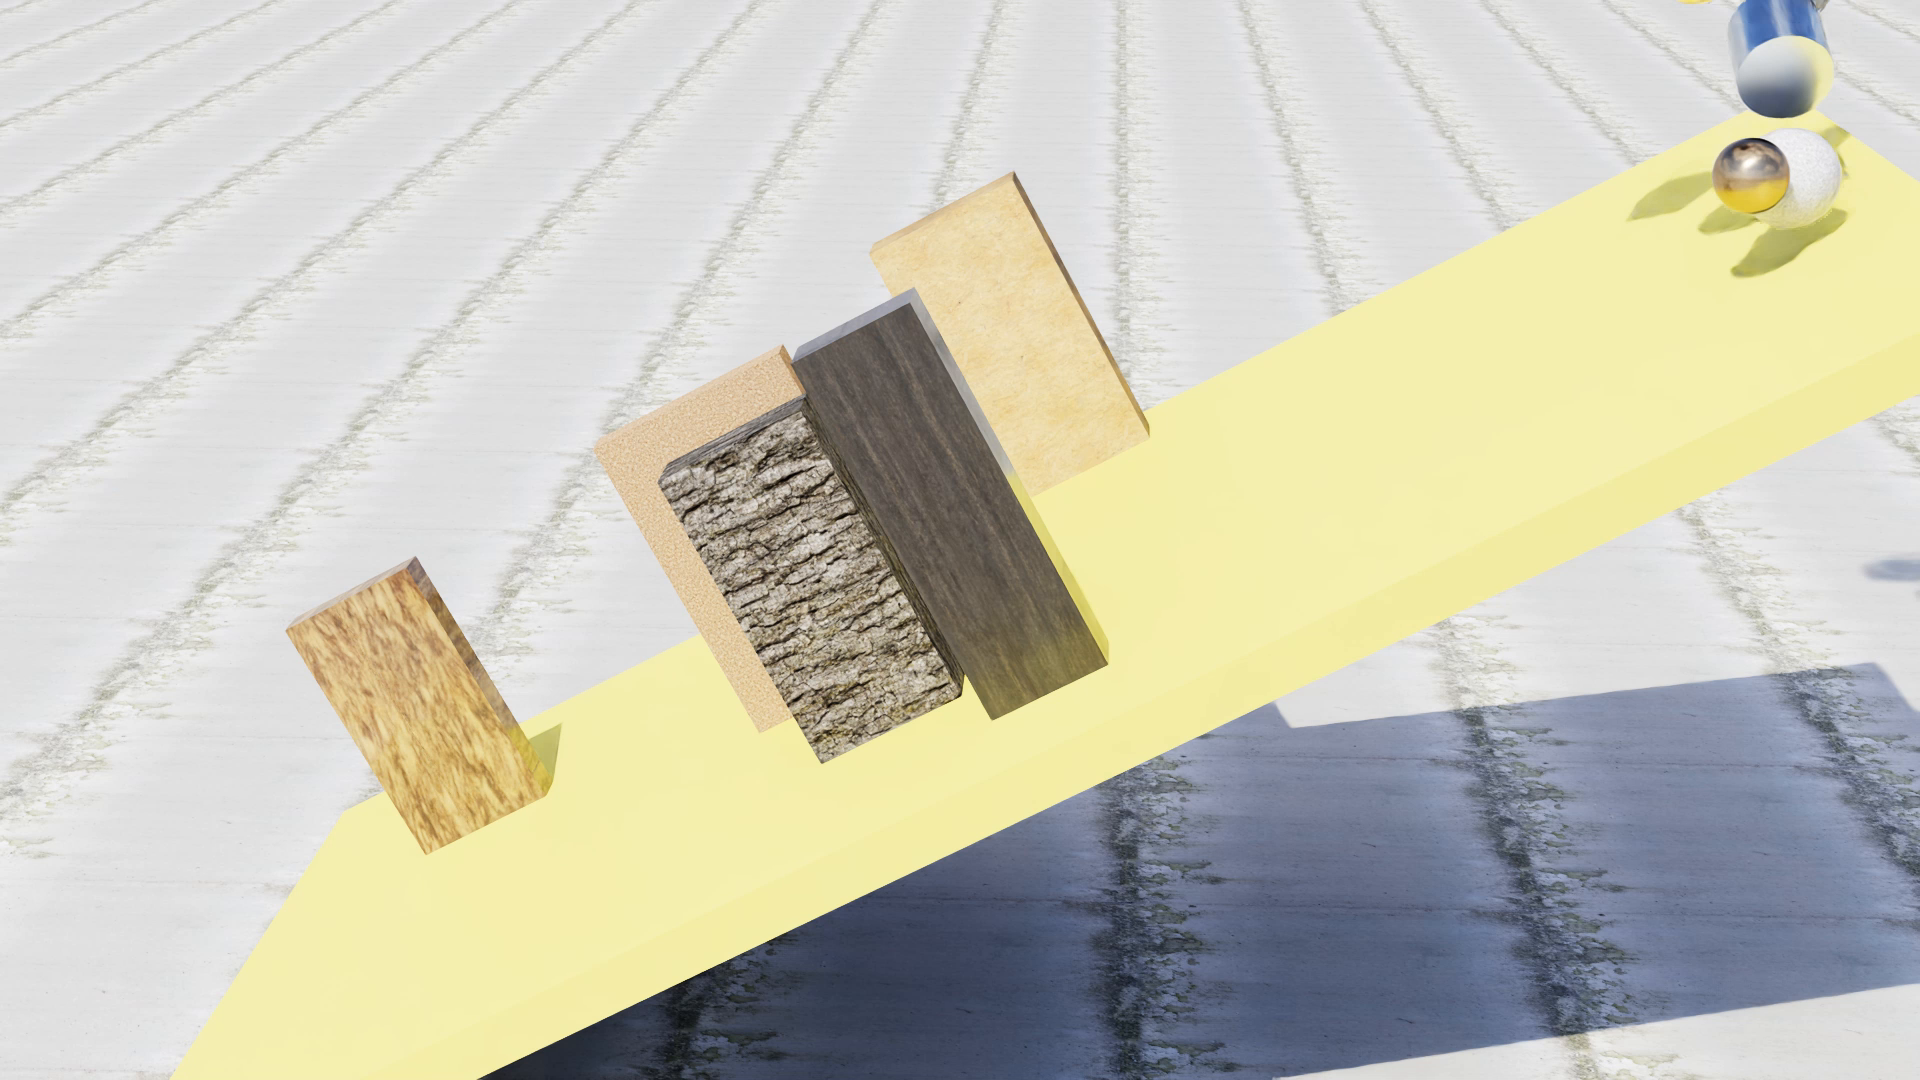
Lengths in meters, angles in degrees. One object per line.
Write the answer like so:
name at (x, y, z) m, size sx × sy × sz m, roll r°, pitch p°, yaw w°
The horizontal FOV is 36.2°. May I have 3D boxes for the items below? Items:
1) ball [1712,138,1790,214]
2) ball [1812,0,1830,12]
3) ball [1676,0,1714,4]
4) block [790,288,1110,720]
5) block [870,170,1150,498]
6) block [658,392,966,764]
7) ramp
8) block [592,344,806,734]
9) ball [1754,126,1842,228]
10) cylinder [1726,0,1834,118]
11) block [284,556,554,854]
ball at (1.496, -0.689, 5.563) m, size 0.145 × 0.145 × 0.145 m, roll 0°, pitch 17°, yaw 0°
ball at (1.674, -1.124, 5.928) m, size 0.170 × 0.170 × 0.170 m, roll 0°, pitch 17°, yaw 0°
ball at (1.385, -1.107, 5.529) m, size 0.197 × 0.197 × 0.197 m, roll 0°, pitch 17°, yaw 0°
block at (-0.012, -0.064, 5.547) m, size 0.251 × 0.789 × 0.132 m, roll -26°, pitch 14°, yaw 11°
block at (0.121, -0.468, 6.915) m, size 0.375 × 0.692 × 0.125 m, roll -26°, pitch 14°, yaw 11°
block at (-0.290, 0.079, 5.853) m, size 0.320 × 0.663 × 0.139 m, roll -26°, pitch 14°, yaw 11°
ramp at (0.141, 0.167, 6.281) m, size 4.000 × 0.100 × 2.000 m, roll -26°, pitch 14°, yaw 11°
block at (-0.400, 0.003, 6.228) m, size 0.448 × 0.715 × 0.082 m, roll -26°, pitch 14°, yaw 11°
ball at (1.606, -0.702, 5.695) m, size 0.195 × 0.195 × 0.195 m, roll 0°, pitch 17°, yaw 0°
cylinder at (1.624, -0.963, 5.826) m, size 0.186 × 0.186 × 0.186 m, roll 2°, pitch 39°, yaw 6°
block at (-1.234, 0.382, 6.732) m, size 0.325 × 0.618 × 0.091 m, roll -26°, pitch 14°, yaw 11°
